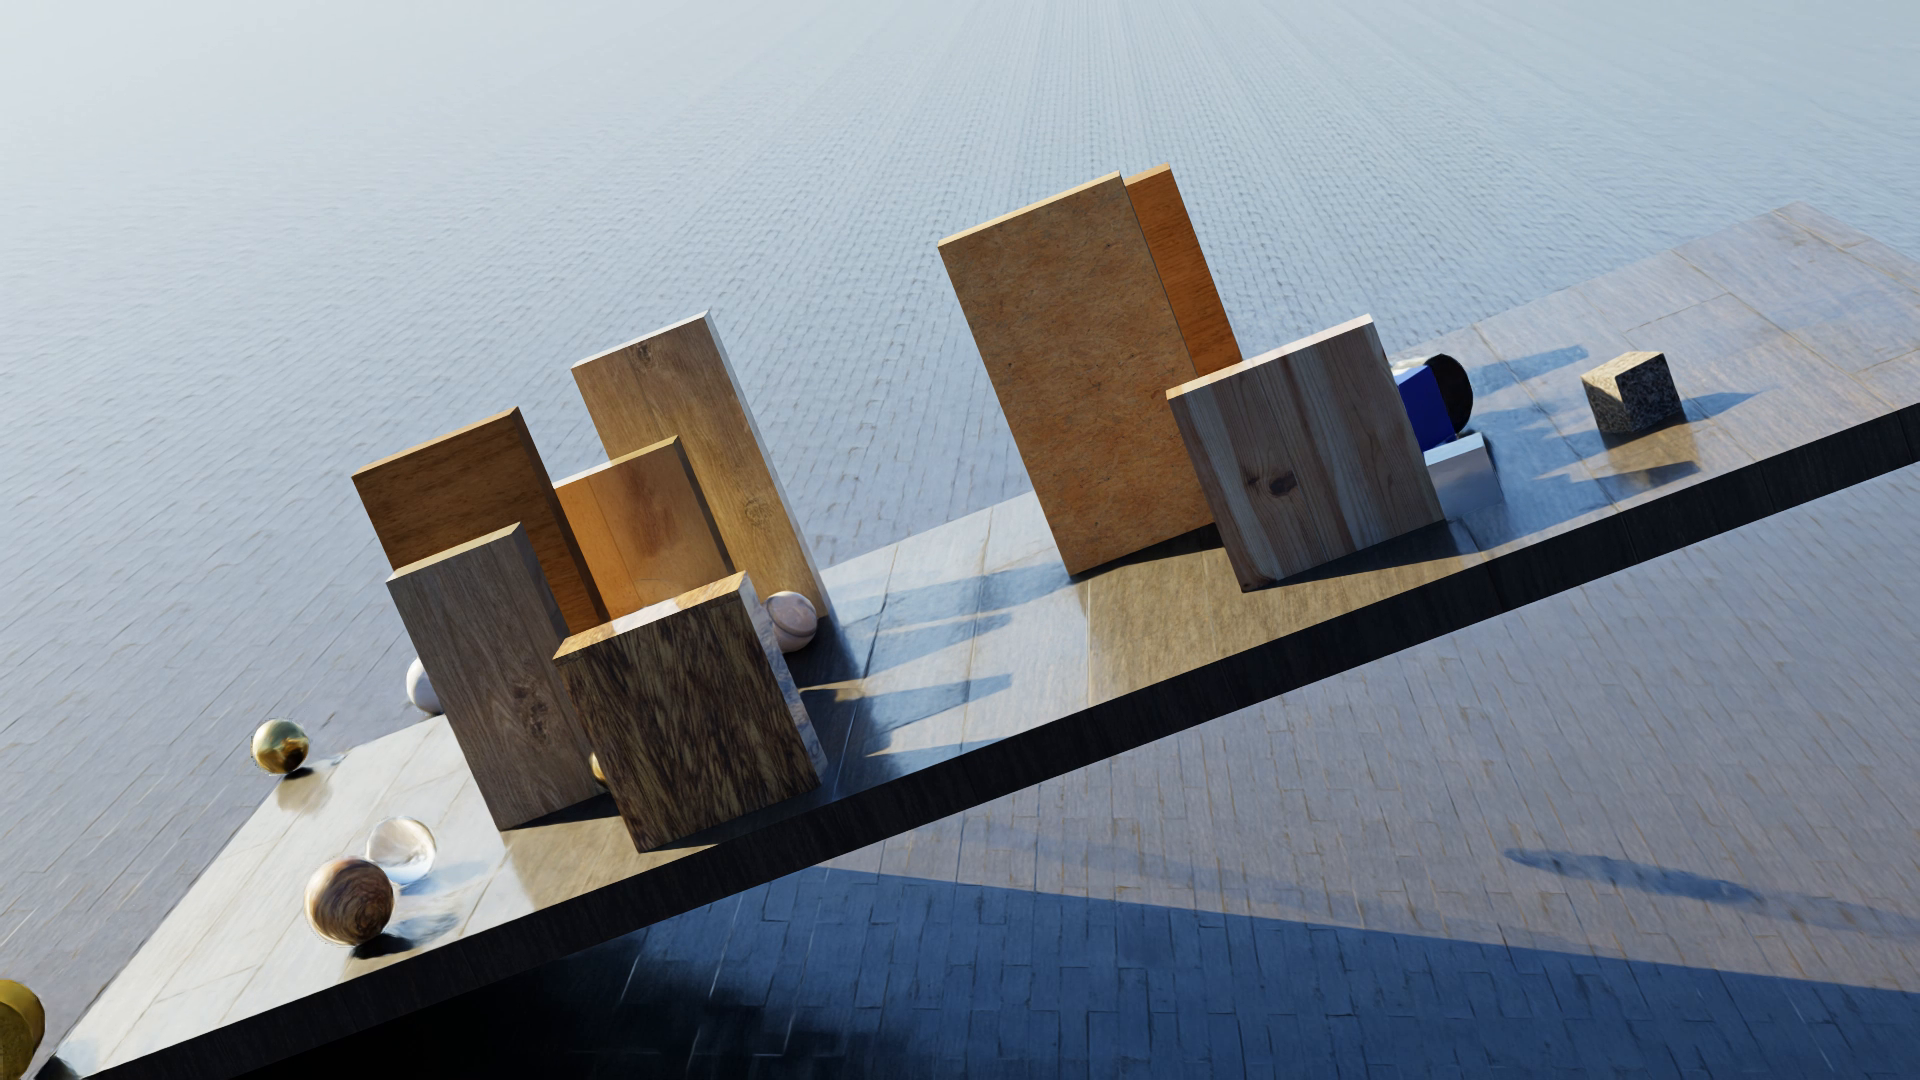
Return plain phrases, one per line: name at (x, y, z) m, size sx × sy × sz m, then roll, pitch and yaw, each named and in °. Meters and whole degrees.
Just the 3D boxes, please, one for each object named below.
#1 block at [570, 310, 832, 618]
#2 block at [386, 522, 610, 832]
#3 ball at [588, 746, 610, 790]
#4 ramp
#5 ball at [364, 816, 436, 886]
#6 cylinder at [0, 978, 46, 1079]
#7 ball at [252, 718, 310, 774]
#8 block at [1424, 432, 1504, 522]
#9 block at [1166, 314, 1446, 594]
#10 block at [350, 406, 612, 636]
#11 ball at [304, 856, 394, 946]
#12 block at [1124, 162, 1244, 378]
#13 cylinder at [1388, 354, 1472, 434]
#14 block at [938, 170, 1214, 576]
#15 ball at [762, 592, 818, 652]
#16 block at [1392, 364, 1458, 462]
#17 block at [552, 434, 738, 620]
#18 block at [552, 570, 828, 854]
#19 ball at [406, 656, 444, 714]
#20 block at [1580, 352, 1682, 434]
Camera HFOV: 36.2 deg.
block at (-0.595, -0.120, 6.809) m, size 0.332 × 0.750 × 0.093 m, roll -21°, pitch 12°, yaw 7°
block at (-0.928, 0.283, 6.063) m, size 0.282 × 0.573 × 0.108 m, roll -21°, pitch 12°, yaw 7°
ball at (-0.688, 0.446, 5.979) m, size 0.134 × 0.134 × 0.134 m, roll 0°, pitch 14°, yaw 0°
ramp at (0.123, 0.174, 6.291) m, size 4.000 × 0.100 × 2.000 m, roll -21°, pitch 12°, yaw 7°
ball at (-1.132, 0.629, 5.952) m, size 0.143 × 0.143 × 0.143 m, roll 0°, pitch 14°, yaw 0°
cylinder at (-1.893, 0.967, 5.749) m, size 0.182 × 0.182 × 0.182 m, roll -3°, pitch 5°, yaw -10°
ball at (-1.730, 0.525, 7.490) m, size 0.141 × 0.141 × 0.141 m, roll 0°, pitch 14°, yaw 0°
block at (0.954, -0.121, 5.574) m, size 0.114 × 0.114 × 0.114 m, roll -20°, pitch 12°, yaw 11°
block at (0.657, -0.163, 5.591) m, size 0.409 × 0.404 × 0.089 m, roll -21°, pitch 12°, yaw 7°
block at (-0.967, 0.140, 6.287) m, size 0.367 × 0.770 × 0.096 m, roll -21°, pitch 12°, yaw 7°
ball at (-1.178, 0.695, 5.671) m, size 0.172 × 0.172 × 0.172 m, roll 0°, pitch 14°, yaw 0°
block at (0.460, -0.522, 6.929) m, size 0.316 × 0.649 × 0.142 m, roll -21°, pitch 12°, yaw 7°
cylinder at (0.957, -0.296, 6.198) m, size 0.172 × 0.172 × 0.172 m, roll -11°, pitch 3°, yaw -39°
block at (0.283, -0.349, 6.219) m, size 0.406 × 0.758 × 0.098 m, roll -21°, pitch 12°, yaw 7°
ball at (-0.388, 0.183, 6.590) m, size 0.138 × 0.138 × 0.138 m, roll 0°, pitch 14°, yaw 0°
block at (0.875, -0.231, 6.040) m, size 0.181 × 0.181 × 0.181 m, roll -31°, pitch 15°, yaw -36°
block at (-0.679, 0.081, 6.571) m, size 0.327 × 0.546 × 0.091 m, roll -21°, pitch 12°, yaw 7°
block at (-0.503, 0.323, 5.530) m, size 0.373 × 0.406 × 0.144 m, roll -21°, pitch 12°, yaw 7°
ball at (-1.470, 0.402, 8.292) m, size 0.182 × 0.182 × 0.182 m, roll 0°, pitch 14°, yaw 0°
block at (1.295, -0.285, 5.673) m, size 0.118 × 0.118 × 0.118 m, roll -26°, pitch 12°, yaw -17°
